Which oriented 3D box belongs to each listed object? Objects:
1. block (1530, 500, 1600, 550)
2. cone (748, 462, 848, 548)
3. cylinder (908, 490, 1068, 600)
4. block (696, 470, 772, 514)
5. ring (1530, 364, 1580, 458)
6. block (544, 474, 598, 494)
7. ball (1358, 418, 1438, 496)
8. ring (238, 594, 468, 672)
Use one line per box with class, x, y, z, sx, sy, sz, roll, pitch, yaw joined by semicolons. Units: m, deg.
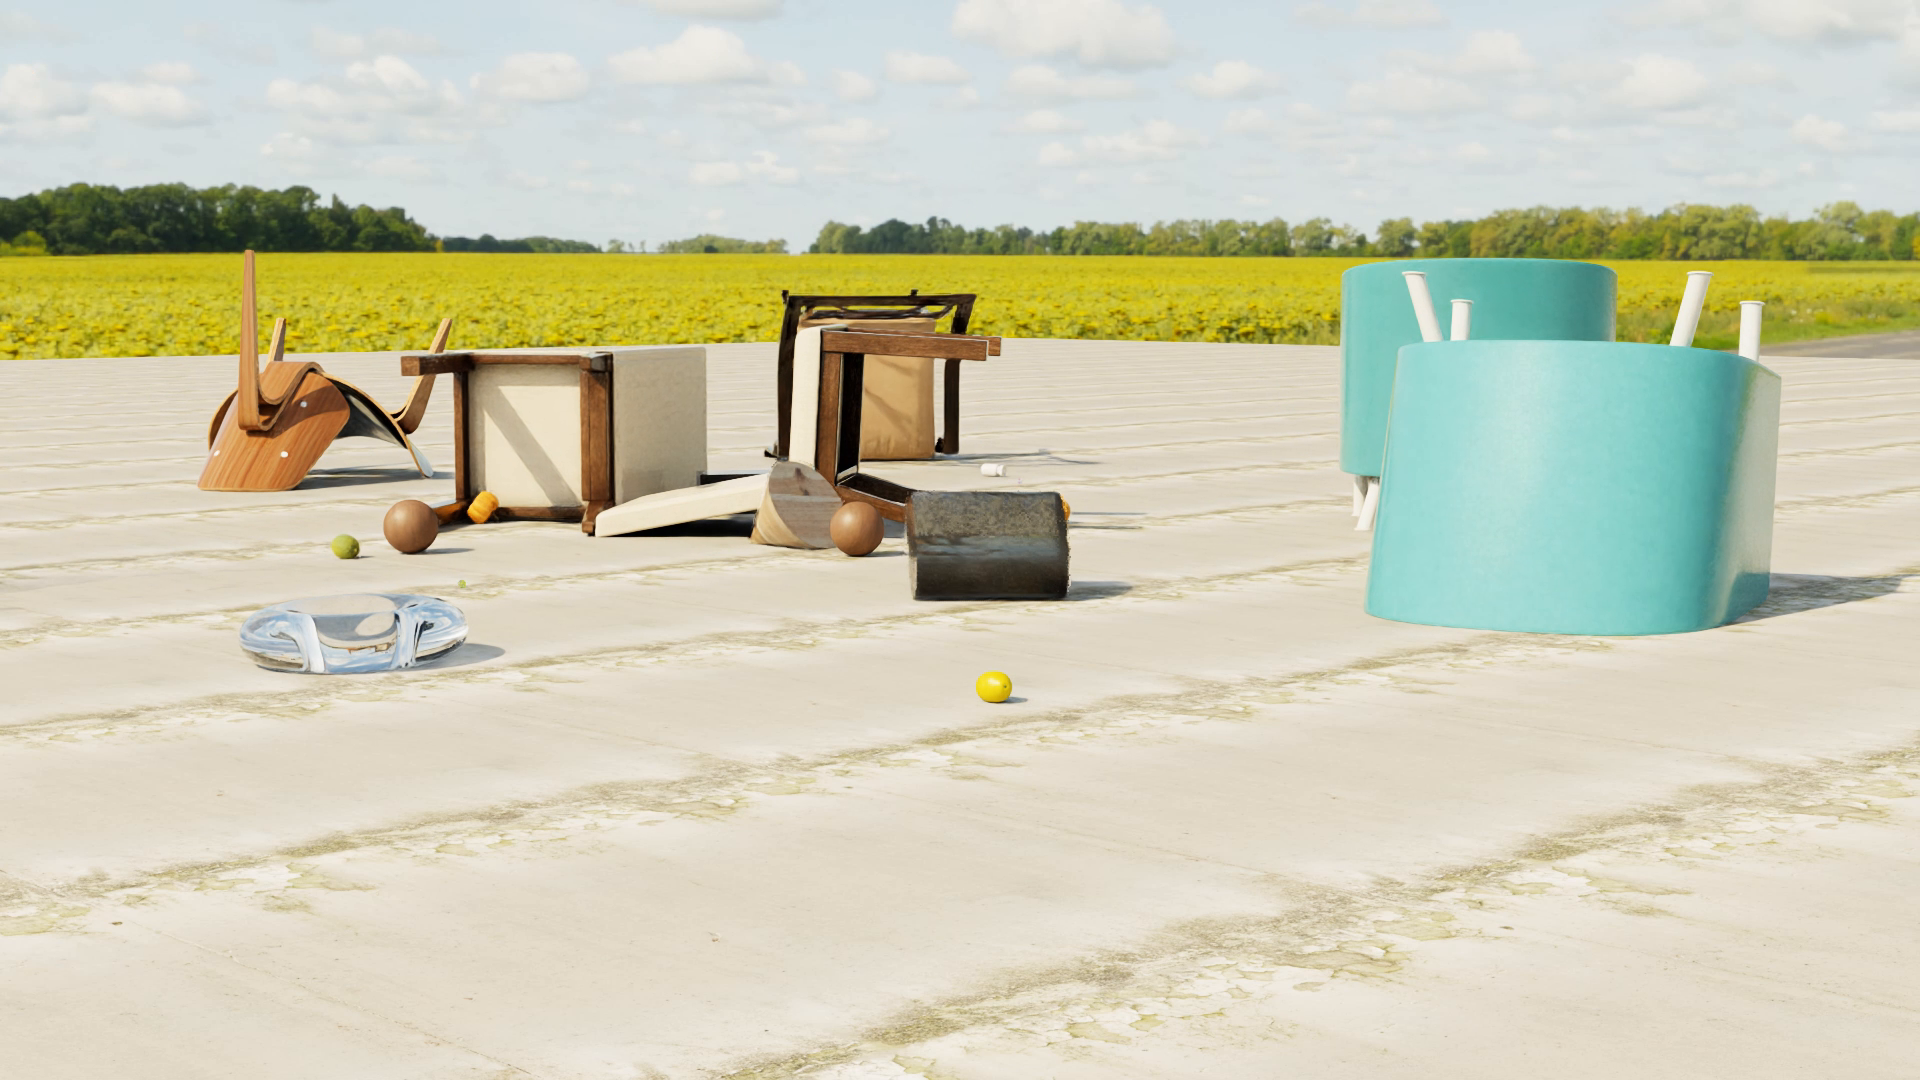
block;1.472;-0.037;6.240;0.076;0.109;0.145;-5;8;-40
cone;-0.444;-0.038;6.277;0.209;0.239;0.280;-31;-19;30
cylinder;0.054;0.009;5.292;0.308;0.191;0.289;-1;31;-5
block;-0.627;-0.134;7.173;0.209;0.111;0.153;-1;6;-10
ring;2.152;-0.464;9.272;0.272;0.347;0.059;-22;21;-38
block;-1.191;-0.174;7.869;0.119;0.049;0.109;4;7;33
ball;1.313;-0.250;7.701;0.234;0.234;0.234;0;6;0
ring;-1.037;0.158;4.399;0.394;0.099;0.348;-6;9;-38
